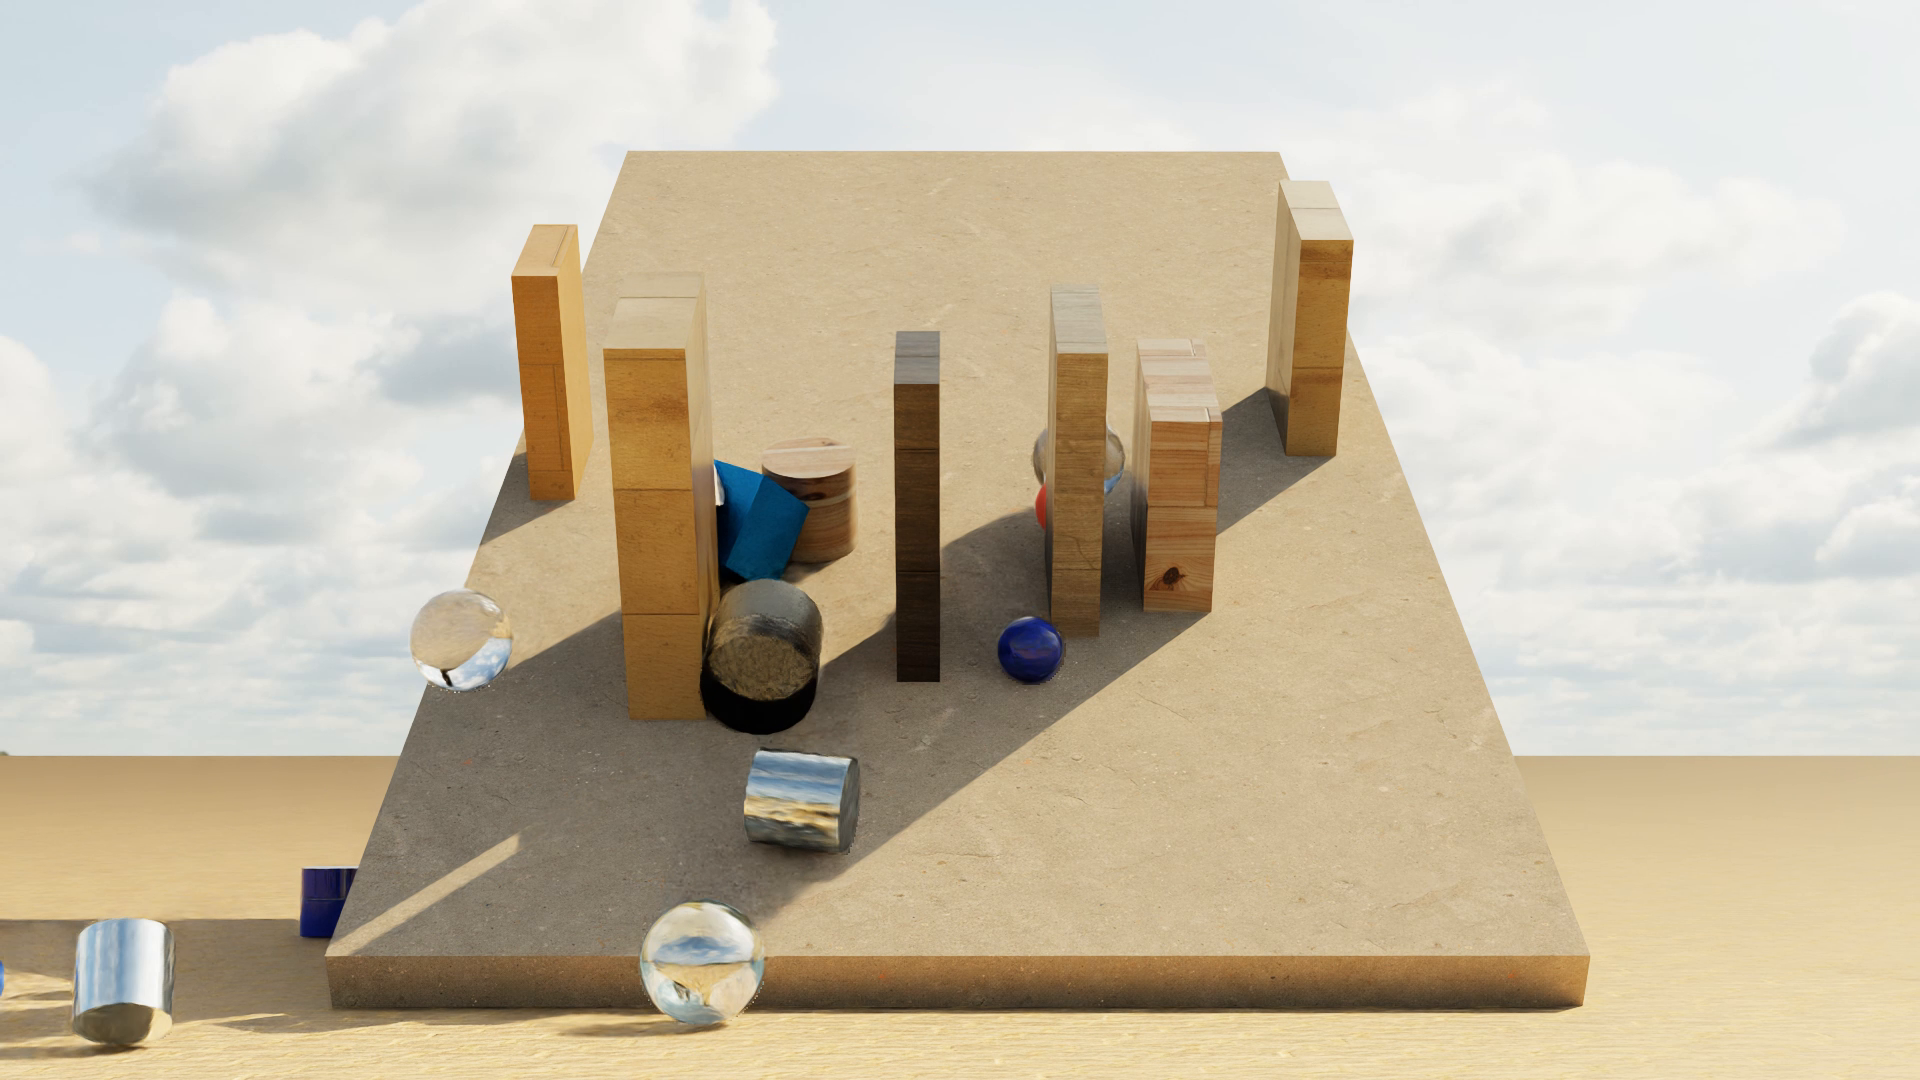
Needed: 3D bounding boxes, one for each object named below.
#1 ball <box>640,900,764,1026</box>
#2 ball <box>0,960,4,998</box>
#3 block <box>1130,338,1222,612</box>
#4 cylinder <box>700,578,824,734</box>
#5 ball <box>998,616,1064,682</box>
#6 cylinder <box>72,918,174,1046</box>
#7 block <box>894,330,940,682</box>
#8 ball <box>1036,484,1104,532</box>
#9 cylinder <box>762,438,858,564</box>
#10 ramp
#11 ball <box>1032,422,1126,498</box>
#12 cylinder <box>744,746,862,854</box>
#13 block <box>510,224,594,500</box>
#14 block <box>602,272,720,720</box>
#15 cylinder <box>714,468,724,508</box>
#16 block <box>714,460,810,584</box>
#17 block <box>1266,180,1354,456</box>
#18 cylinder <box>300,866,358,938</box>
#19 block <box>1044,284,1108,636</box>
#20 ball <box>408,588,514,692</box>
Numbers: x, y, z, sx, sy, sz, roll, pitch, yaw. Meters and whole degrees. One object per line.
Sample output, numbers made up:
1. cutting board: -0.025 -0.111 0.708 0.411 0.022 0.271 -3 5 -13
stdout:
1. ball: -0.385 0.631 3.556 0.185 0.185 0.185 0 -5 0
2. ball: -1.473 0.646 3.481 0.141 0.141 0.141 0 -5 0
3. block: 0.433 -0.136 4.829 0.136 0.418 0.407 0 28 0
4. cylinder: -0.363 0.214 4.380 0.210 0.210 0.210 0 28 1
5. ball: 0.133 0.206 4.488 0.125 0.125 0.125 0 -5 0
6. cylinder: -1.155 0.611 3.290 0.129 0.129 0.129 -8 -35 -5
7. block: -0.079 -0.060 4.467 0.081 0.615 0.243 0 28 0
8. ball: 0.230 -0.068 4.994 0.144 0.144 0.144 0 -5 0
9. cylinder: -0.312 -0.083 4.962 0.197 0.197 0.197 0 28 0
10. ramp: -0.011 -0.224 5.555 2.000 0.100 4.000 0 28 0
11. ball: 0.256 -0.174 5.127 0.200 0.200 0.200 0 -5 0
12. cylinder: -0.264 0.437 4.004 0.160 0.160 0.160 7 -4 11
13. block: -0.886 -0.389 5.195 0.096 0.520 0.311 0 28 0
14. block: -0.538 -0.081 4.370 0.140 0.739 0.361 0 28 0
15. cylinder: -0.568 -0.101 4.650 0.156 0.156 0.156 -28 -12 14
16. block: -0.462 -0.033 4.779 0.195 0.195 0.195 17 -11 29
17. block: 0.794 -0.510 5.439 0.114 0.518 0.390 0 28 0
18. cylinder: -1.381 0.799 5.260 0.149 0.149 0.149 0 -5 0
19. block: 0.225 -0.157 4.671 0.094 0.601 0.346 0 28 0
20. ball: -0.932 0.187 4.448 0.191 0.191 0.191 0 -5 0
